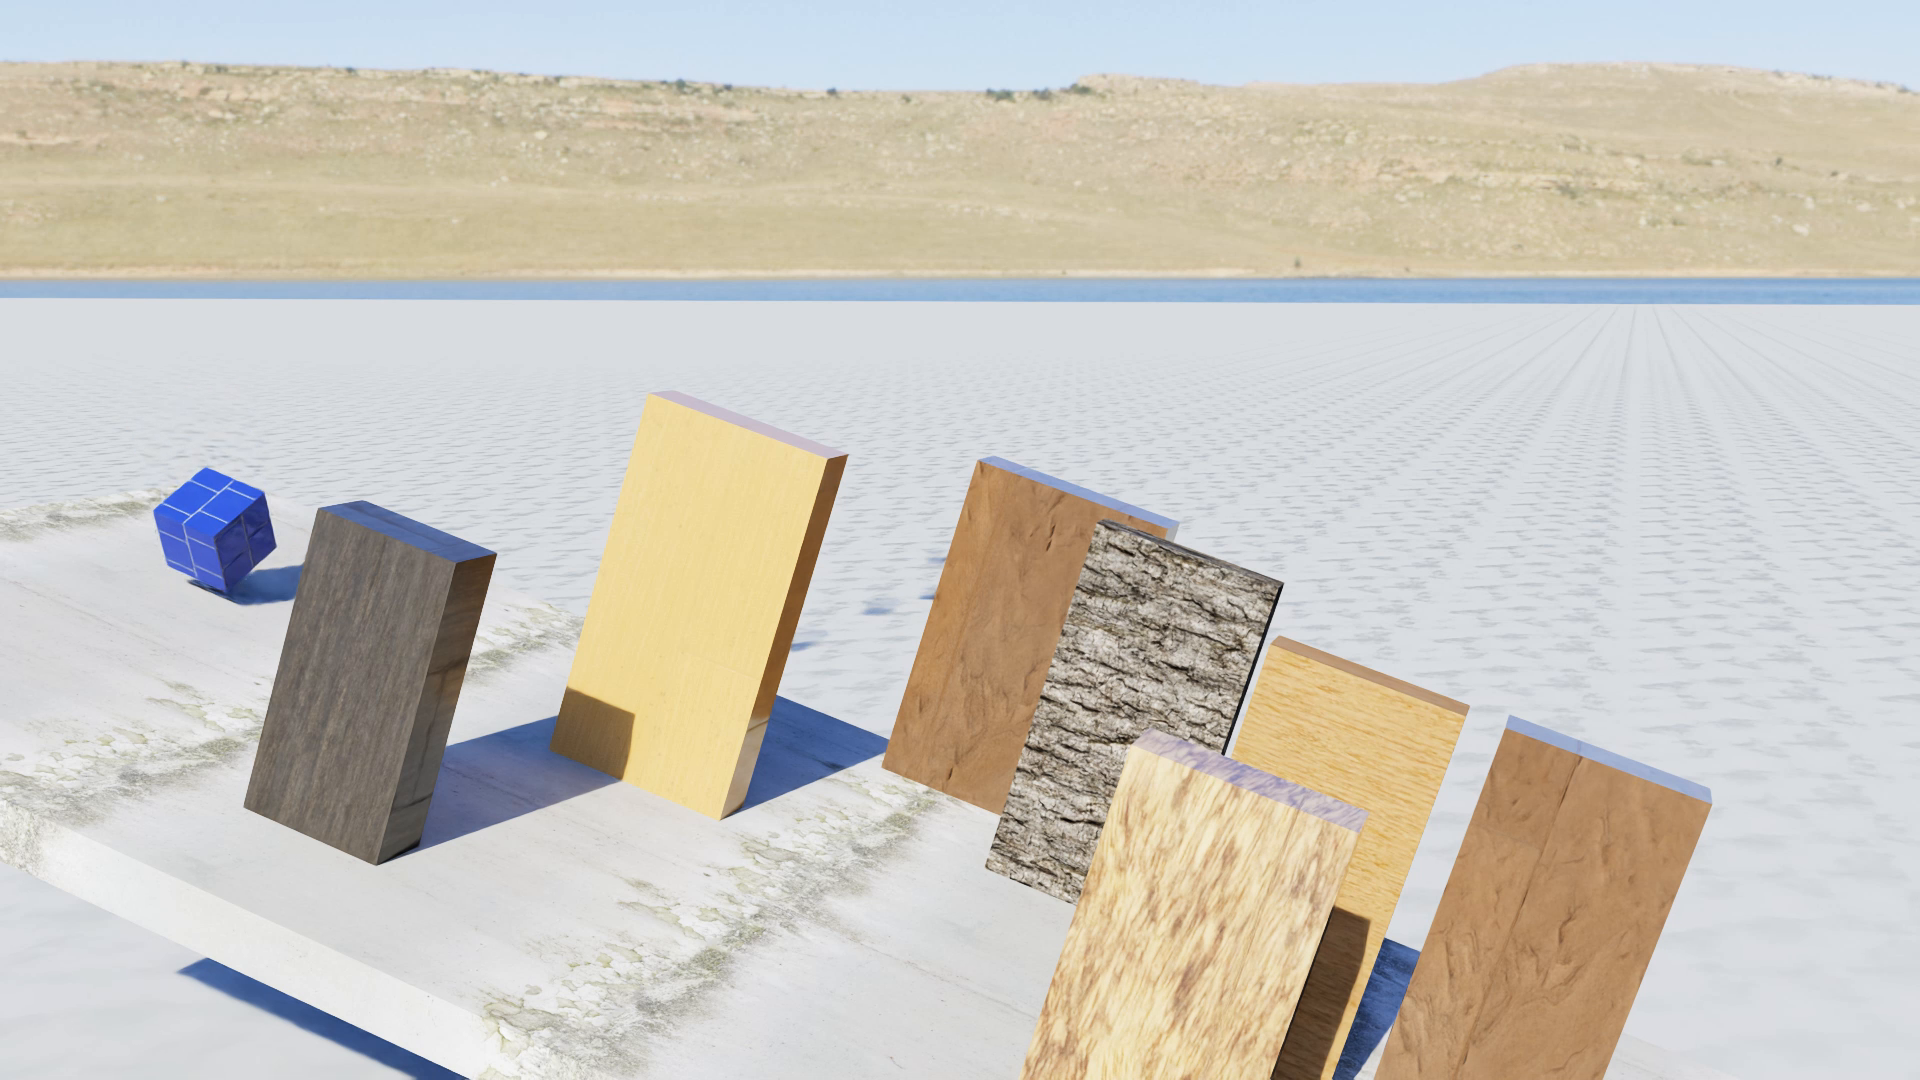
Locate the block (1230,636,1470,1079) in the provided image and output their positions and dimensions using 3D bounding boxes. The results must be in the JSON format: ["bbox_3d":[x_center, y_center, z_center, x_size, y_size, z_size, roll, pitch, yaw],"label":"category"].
[{"bbox_3d":[0.566,0.595,3.734,0.337,0.793,0.099,20,12,14],"label":"block"}]

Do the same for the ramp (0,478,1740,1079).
[{"bbox_3d":[-0.357,0.676,4.226,4.000,0.100,2.000,20,12,14],"label":"ramp"}]

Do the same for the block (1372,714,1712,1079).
[{"bbox_3d":[1.000,0.727,3.845,0.357,0.756,0.120,20,12,14],"label":"block"}]

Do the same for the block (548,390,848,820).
[{"bbox_3d":[-0.525,0.128,4.382,0.391,0.762,0.120,20,12,14],"label":"block"}]

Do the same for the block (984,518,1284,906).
[{"bbox_3d":[0.348,0.382,4.466,0.384,0.766,0.080,20,12,14],"label":"block"}]

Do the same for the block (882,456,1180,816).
[{"bbox_3d":[0.153,0.238,4.910,0.449,0.740,0.132,20,12,14],"label":"block"}]

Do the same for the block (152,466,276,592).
[{"bbox_3d":[-1.581,-0.023,4.672,0.161,0.161,0.161,21,46,18],"label":"block"}]

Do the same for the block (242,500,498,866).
[{"bbox_3d":[-0.999,0.239,3.722,0.268,0.545,0.136,20,12,14],"label":"block"}]

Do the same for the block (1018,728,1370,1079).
[{"bbox_3d":[0.308,0.673,3.194,0.337,0.715,0.126,20,12,14],"label":"block"}]
